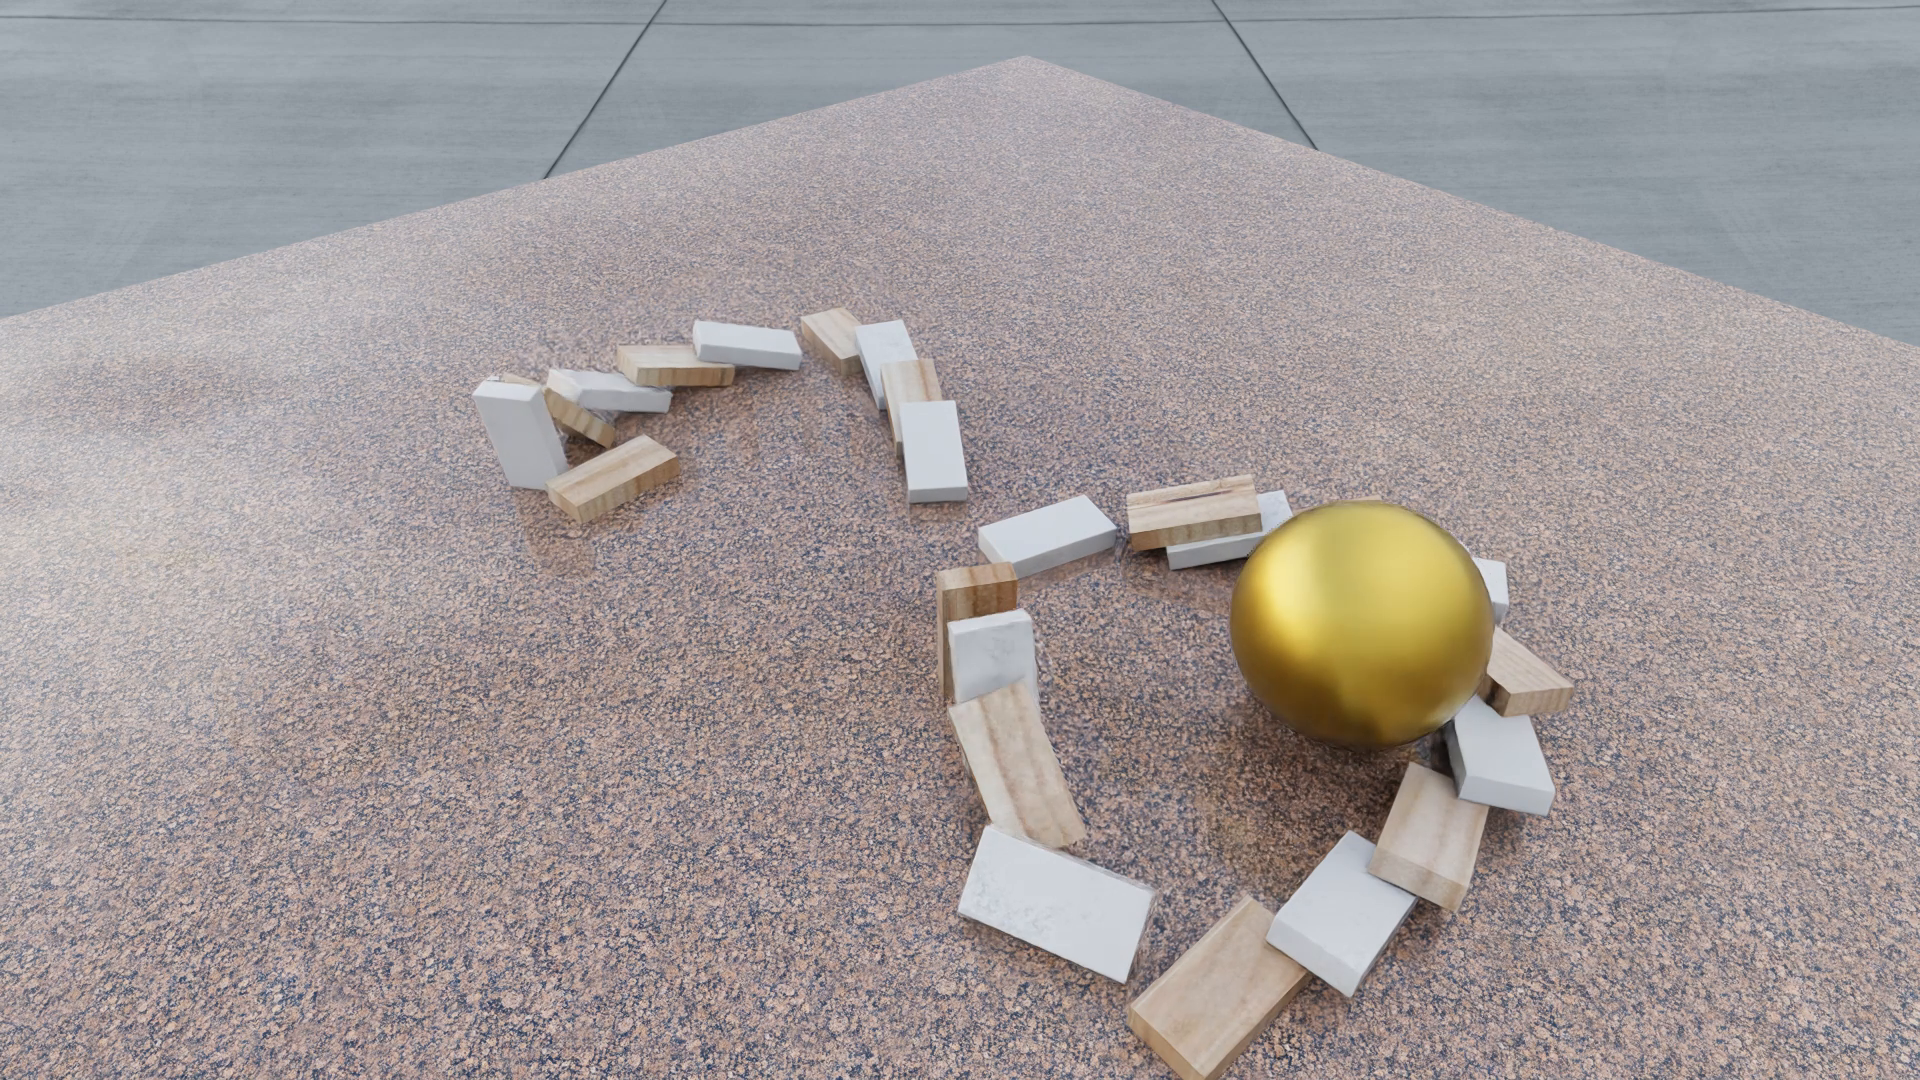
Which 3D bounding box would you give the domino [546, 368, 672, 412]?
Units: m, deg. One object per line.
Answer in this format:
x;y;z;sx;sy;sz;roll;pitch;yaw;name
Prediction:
-0.162;-0.069;0.510;0.025;0.010;0.050;29;19;31;domino

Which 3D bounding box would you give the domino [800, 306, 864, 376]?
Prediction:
-0.061;-0.104;0.570;0.025;0.010;0.050;-20;43;-23;domino

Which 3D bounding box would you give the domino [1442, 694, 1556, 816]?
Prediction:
0.171;0.067;0.353;0.025;0.010;0.050;10;27;12;domino

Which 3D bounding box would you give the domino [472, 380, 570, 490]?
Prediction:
-0.183;-0.043;0.463;0.025;0.050;0.010;7;46;8;domino

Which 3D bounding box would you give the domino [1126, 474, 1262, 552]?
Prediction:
0.092;-0.011;0.437;0.050;0.010;0.025;-9;39;12;domino

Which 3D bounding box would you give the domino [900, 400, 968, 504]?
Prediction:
-0.012;-0.039;0.481;0.025;0.010;0.050;-4;54;-6;domino

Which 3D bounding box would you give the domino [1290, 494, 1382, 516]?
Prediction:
0.144;-0.002;0.437;0.050;0.010;0.025;-11;39;9;domino

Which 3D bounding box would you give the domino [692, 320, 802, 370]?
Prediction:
-0.107;-0.098;0.552;0.050;0.010;0.025;2;36;-24;domino

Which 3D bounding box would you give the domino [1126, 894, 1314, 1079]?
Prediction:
0.071;0.121;0.296;0.050;0.010;0.025;-29;47;-31;domino

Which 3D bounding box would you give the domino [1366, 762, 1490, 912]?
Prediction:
0.141;0.087;0.328;0.025;0.010;0.050;22;29;24;domino

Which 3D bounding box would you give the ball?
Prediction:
0.128;0.027;0.355;0.080;0.080;0.080;0;39;0;ball

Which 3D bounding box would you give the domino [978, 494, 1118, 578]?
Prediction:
0.035;-0.001;0.445;0.050;0.010;0.025;-18;43;-20;domino

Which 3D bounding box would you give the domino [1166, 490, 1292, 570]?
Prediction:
0.107;-0.004;0.439;0.050;0.009;0.025;-11;38;10;domino

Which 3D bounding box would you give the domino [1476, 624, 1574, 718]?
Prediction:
0.184;0.042;0.383;0.025;0.010;0.050;-3;28;-15;domino

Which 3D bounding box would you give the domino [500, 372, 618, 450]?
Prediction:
-0.177;-0.056;0.484;0.025;0.050;0.009;20;81;22;domino

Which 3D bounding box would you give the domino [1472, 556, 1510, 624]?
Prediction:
0.183;0.015;0.425;0.050;0.010;0.025;11;41;14;domino

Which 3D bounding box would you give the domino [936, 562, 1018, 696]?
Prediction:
0.005;0.031;0.374;0.025;0.050;0.009;-8;40;-9;domino

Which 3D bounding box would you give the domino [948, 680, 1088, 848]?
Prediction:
0.017;0.071;0.334;0.025;0.009;0.050;-20;73;-7;domino

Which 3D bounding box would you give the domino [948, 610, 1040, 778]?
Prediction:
0.012;0.049;0.352;0.025;0.050;0.010;-9;17;-11;domino

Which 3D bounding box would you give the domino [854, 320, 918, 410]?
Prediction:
-0.034;-0.086;0.540;0.025;0.010;0.050;-11;54;-13;domino

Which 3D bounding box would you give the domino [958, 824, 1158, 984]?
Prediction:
0.027;0.101;0.308;0.050;0.010;0.025;17;86;20;domino

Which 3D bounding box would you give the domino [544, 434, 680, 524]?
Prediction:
-0.150;-0.027;0.476;0.025;0.009;0.050;30;48;32;domino

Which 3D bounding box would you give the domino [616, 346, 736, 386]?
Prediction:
-0.138;-0.085;0.535;0.050;0.009;0.025;-8;36;-39;domino

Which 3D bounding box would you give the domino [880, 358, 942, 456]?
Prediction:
-0.021;-0.062;0.510;0.025;0.009;0.050;-7;54;-9;domino

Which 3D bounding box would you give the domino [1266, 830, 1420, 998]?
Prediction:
0.109;0.103;0.308;0.025;0.009;0.050;30;34;31;domino
